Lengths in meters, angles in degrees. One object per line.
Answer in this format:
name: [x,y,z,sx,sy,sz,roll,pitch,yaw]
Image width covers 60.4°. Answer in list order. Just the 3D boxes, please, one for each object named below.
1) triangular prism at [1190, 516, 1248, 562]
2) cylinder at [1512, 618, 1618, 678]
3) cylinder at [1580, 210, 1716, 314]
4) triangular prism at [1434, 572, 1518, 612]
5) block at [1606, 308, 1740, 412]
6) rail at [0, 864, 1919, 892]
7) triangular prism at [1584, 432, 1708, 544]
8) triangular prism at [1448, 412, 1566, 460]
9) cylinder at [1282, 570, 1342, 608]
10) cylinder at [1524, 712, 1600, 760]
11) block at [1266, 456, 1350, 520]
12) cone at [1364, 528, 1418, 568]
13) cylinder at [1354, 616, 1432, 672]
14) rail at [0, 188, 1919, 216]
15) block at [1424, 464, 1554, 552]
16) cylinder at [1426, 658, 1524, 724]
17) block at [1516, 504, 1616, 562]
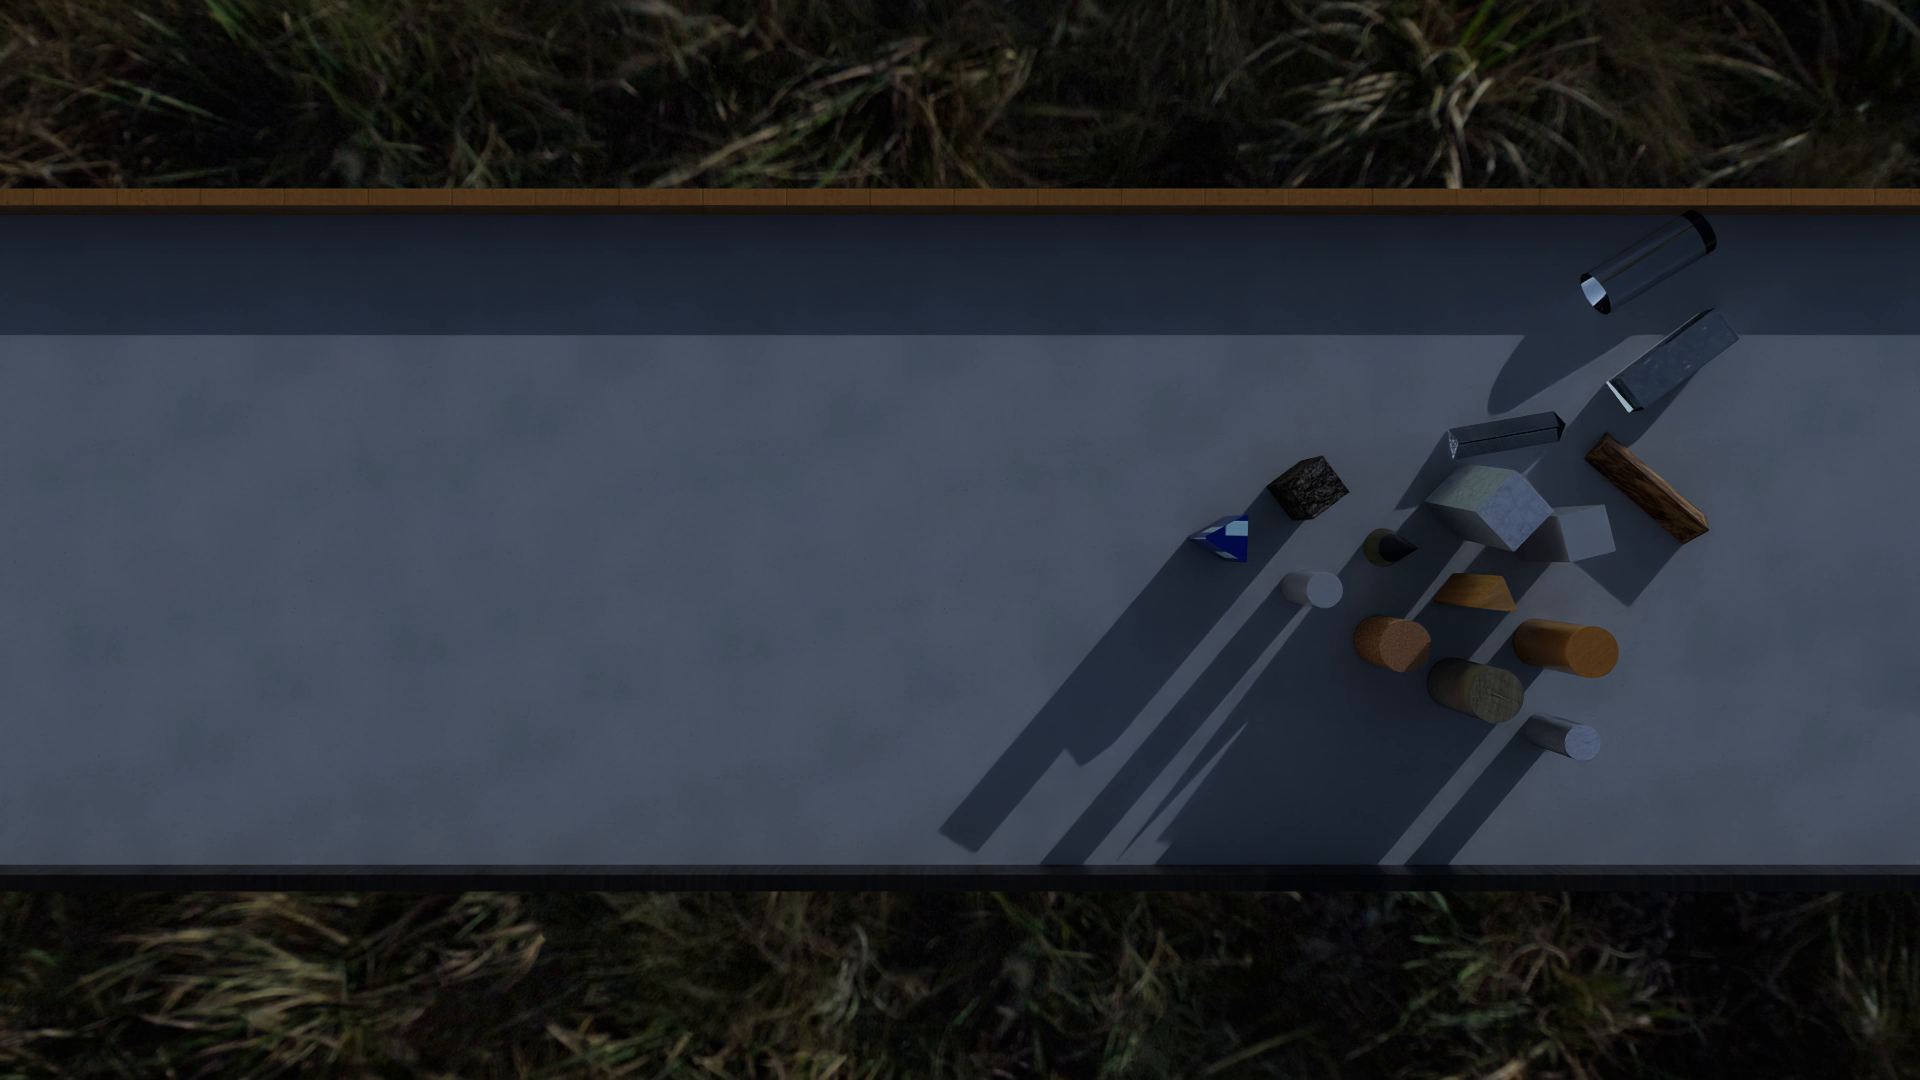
triangular prism: [0.790,-0.021,4.894,0.135,0.364,0.117,31,90,0]
cylinder: [1.773,0.315,4.849,0.146,0.456,0.146,0,90,0]
cylinder: [2.088,-0.842,5.005,0.372,0.143,0.143,-31,90,0]
triangular prism: [1.516,0.147,4.854,0.109,0.444,0.094,6,90,0]
block: [2.166,-0.545,5.017,0.356,0.118,0.118,-37,90,0]
rail: [-2.247,1.025,5.001,12.000,0.150,0.050,0,90,0]
triangular prism: [2.107,-0.160,5.026,0.404,0.095,0.110,41,90,0]
triangular prism: [1.671,-0.322,5.034,0.329,0.081,0.093,-10,90,0]
cylinder: [1.040,0.143,4.889,0.103,0.375,0.103,0,90,0]
cylinder: [1.788,0.583,4.908,0.104,0.338,0.104,0,90,0]
block: [1.035,-0.152,4.922,0.132,0.309,0.132,-37,90,0]
cone: [1.302,0.024,4.878,0.120,0.396,0.120,0,90,0]
cylinder: [1.286,0.307,4.918,0.152,0.317,0.152,0,90,0]
rail: [-2.247,-1.025,5.002,12.000,0.150,0.050,0,90,0]
block: [1.556,-0.101,4.873,0.164,0.386,0.164,44,90,-8]
cylinder: [1.514,0.440,4.866,0.156,0.420,0.156,0,90,0]
block: [1.772,-0.018,4.868,0.135,0.416,0.135,-14,90,0]
